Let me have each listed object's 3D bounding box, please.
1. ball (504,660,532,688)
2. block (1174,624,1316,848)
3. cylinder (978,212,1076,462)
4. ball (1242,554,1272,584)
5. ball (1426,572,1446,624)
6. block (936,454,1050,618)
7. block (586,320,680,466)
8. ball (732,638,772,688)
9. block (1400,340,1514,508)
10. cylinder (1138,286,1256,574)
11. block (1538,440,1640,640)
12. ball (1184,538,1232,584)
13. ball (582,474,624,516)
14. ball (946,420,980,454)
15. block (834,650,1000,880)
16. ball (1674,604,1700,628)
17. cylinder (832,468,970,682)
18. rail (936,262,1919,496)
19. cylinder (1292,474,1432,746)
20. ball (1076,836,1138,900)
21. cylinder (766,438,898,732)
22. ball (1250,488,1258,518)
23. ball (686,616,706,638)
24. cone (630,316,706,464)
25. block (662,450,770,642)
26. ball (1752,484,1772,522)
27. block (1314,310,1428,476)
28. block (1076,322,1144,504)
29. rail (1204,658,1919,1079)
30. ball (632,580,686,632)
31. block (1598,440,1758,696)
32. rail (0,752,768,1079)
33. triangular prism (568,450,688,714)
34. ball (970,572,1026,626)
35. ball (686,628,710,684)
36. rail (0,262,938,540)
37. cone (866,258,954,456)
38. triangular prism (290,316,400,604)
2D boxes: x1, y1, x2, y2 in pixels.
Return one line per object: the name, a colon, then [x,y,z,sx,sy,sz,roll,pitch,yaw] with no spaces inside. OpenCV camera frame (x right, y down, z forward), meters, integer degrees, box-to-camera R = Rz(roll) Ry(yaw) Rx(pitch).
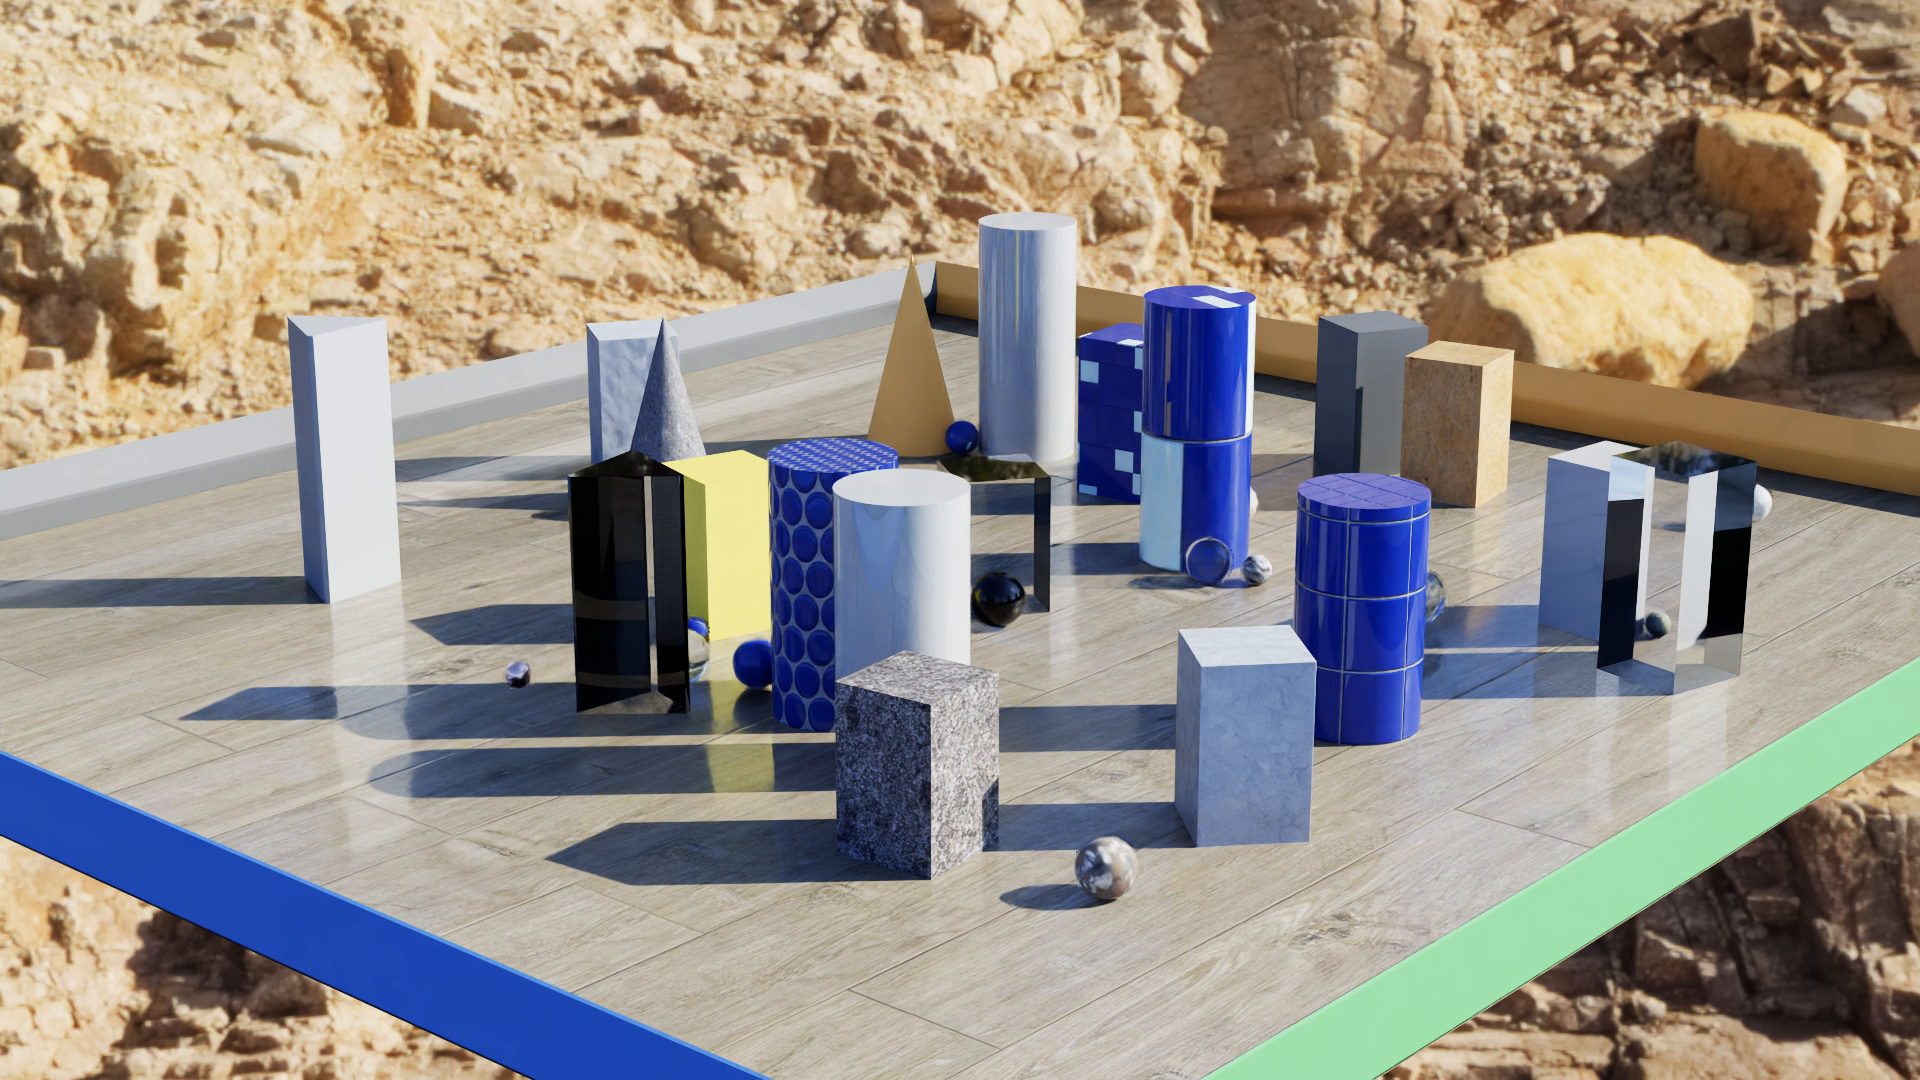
ball: [-0.703,0.214,4.670,0.044,0.044,0.044,0,17,0]
block: [0.396,0.272,4.093,0.160,0.265,0.160,-2,17,-7]
cylinder: [0.137,-0.416,6.002,0.199,0.481,0.199,0,17,0]
ball: [0.525,0.052,5.191,0.053,0.053,0.053,0,17,0]
ball: [0.775,0.096,4.971,0.096,0.096,0.096,0,17,0]
block: [0.057,-0.008,5.063,0.160,0.241,0.160,-4,17,-14]
block: [-0.657,-0.285,5.909,0.160,0.285,0.160,-5,17,-15]
ball: [-0.322,0.197,4.664,0.080,0.080,0.080,0,17,0]
block: [0.969,-0.227,5.723,0.160,0.281,0.160,10,19,30]
cylinder: [0.426,-0.200,5.281,0.199,0.485,0.199,0,17,0]
block: [1.096,0.003,4.938,0.160,0.293,0.160,-14,22,-40]
ball: [0.440,0.036,5.194,0.082,0.082,0.082,0,17,0]
ball: [-0.683,-0.087,5.606,0.081,0.081,0.081,0,17,0]
ball: [0.005,-0.212,6.038,0.070,0.070,0.070,0,17,0]
block: [-0.058,0.305,4.009,0.160,0.250,0.160,11,20,33]
ball: [1.230,0.128,4.955,0.043,0.043,0.043,0,17,0]
cylinder: [-0.084,0.128,4.287,0.199,0.428,0.199,0,17,0]
rail: [1.104,-0.334,6.337,3.125,0.130,0.045,14,22,39]
cylinder: [0.608,0.104,4.465,0.199,0.372,0.199,0,17,0]
ball: [0.194,0.433,3.875,0.083,0.083,0.083,0,17,0]
cylinder: [-0.193,0.068,4.514,0.199,0.412,0.199,0,17,0]
ball: [0.519,-0.070,5.539,0.086,0.086,0.086,0,17,0]
ball: [-0.443,0.149,4.885,0.043,0.043,0.043,0,17,0]
cone: [-0.568,-0.254,5.661,0.199,0.368,0.199,0,17,0]
block: [-0.396,0.008,4.959,0.160,0.272,0.160,-11,20,-32]
ball: [1.504,-0.071,5.567,0.071,0.071,0.071,0,17,0]
block: [0.827,-0.294,5.914,0.160,0.299,0.160,-7,18,-21]
block: [0.342,-0.250,5.744,0.160,0.312,0.160,12,20,34]
rail: [1.162,0.323,4.154,0.045,0.130,3.414,14,22,39]
ball: [-0.506,0.112,4.931,0.088,0.088,0.088,0,17,0]
block: [1.146,0.043,4.693,0.160,0.358,0.160,-12,20,-34]
rail: [-1.104,0.399,3.903,3.125,0.130,0.045,14,22,39]
triangular prism: [-0.510,0.064,4.579,0.173,0.383,0.150,0,17,-1]
ball: [0.064,0.100,4.961,0.094,0.094,0.094,0,17,0]
ball: [-0.444,0.186,4.678,0.092,0.092,0.092,0,17,0]
rail: [-1.162,-0.258,6.086,0.045,0.130,3.414,14,22,39]
cone: [-0.098,-0.393,6.060,0.199,0.404,0.199,0,17,0]
triangular prism: [-1.107,-0.150,5.128,0.150,0.476,0.173,12,21,35]
